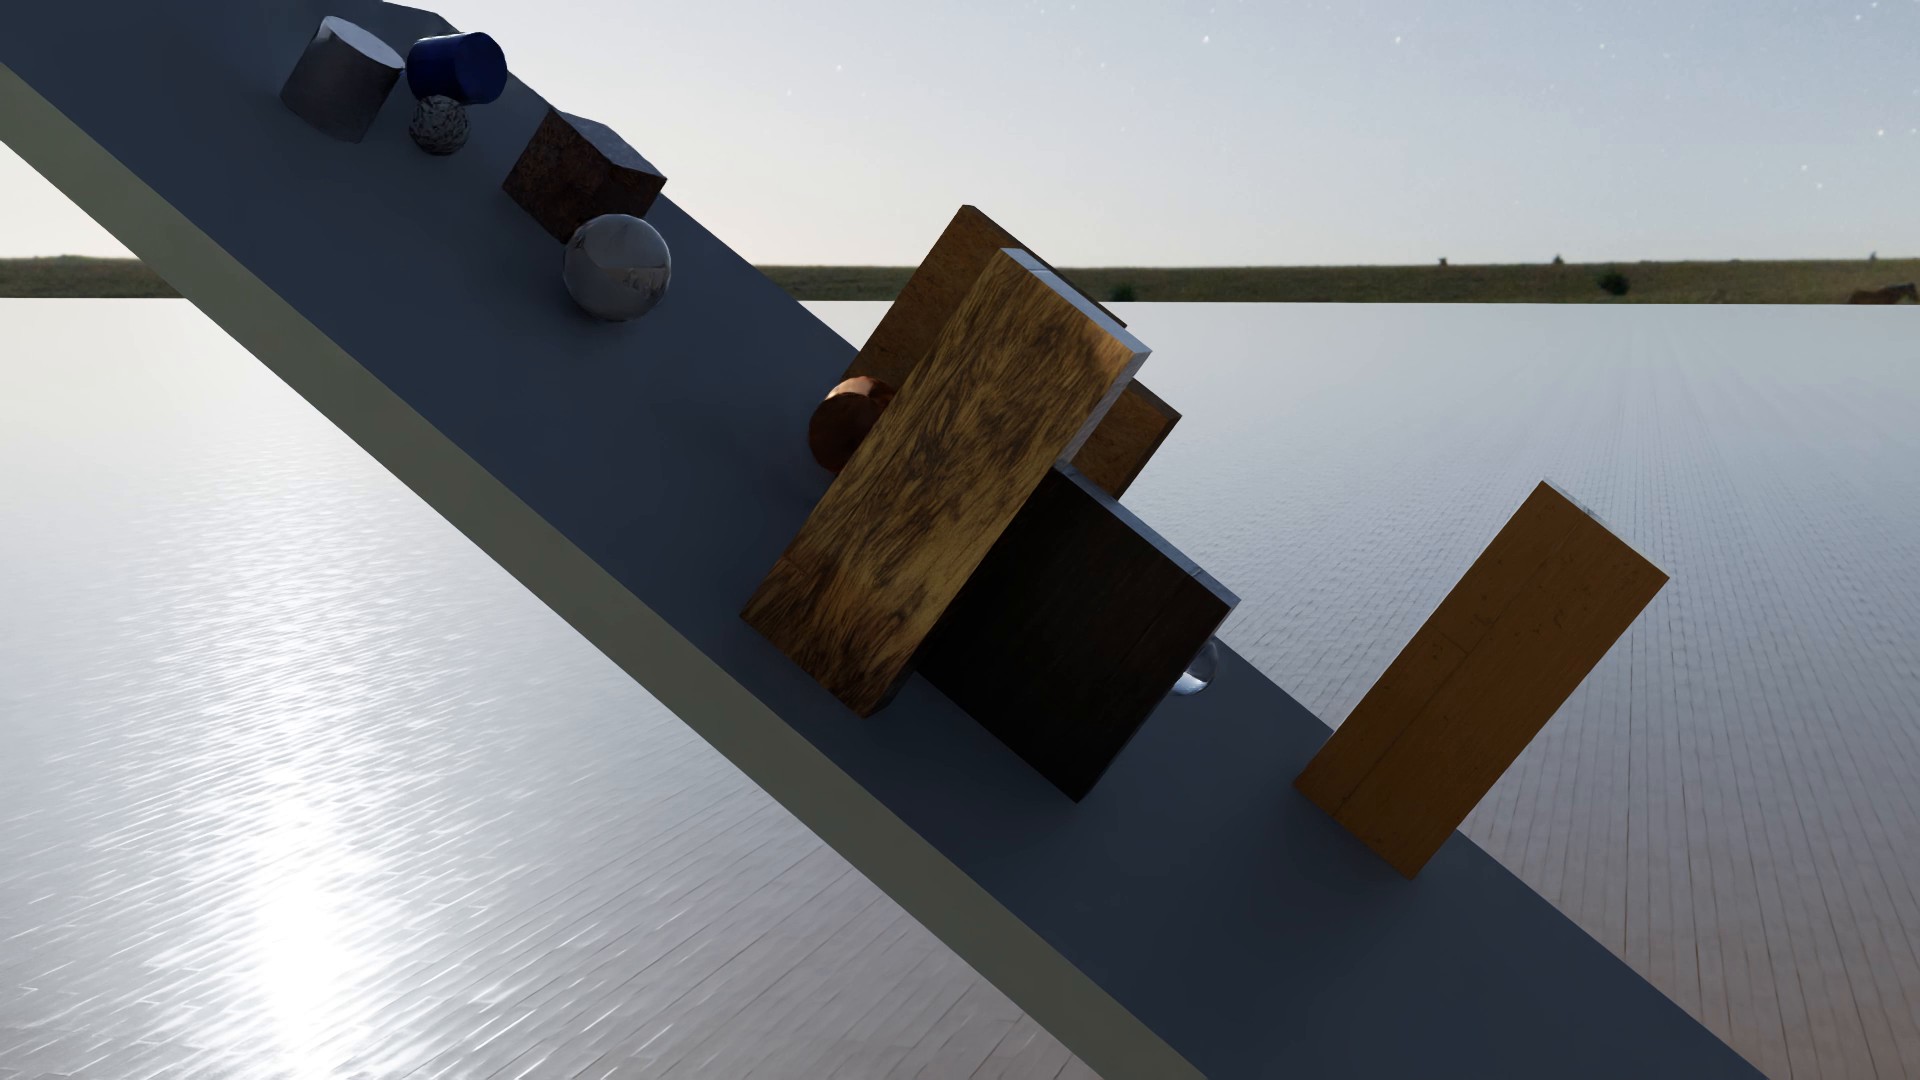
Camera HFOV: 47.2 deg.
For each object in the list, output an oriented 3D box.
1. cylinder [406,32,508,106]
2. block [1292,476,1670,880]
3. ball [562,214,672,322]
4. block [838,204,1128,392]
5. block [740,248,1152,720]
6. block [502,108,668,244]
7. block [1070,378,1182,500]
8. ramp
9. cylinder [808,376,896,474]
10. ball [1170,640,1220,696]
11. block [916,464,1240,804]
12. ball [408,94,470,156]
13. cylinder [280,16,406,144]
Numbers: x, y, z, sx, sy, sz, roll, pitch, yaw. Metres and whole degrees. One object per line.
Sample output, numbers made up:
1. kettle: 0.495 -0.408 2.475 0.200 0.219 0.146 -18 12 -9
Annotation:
1. cylinder: -1.035 -0.965 4.523 0.144 0.144 0.144 3 7 35
2. block: 1.004 0.270 4.267 0.294 0.768 0.114 39 16 9
3. ball: -0.635 -0.504 4.074 0.201 0.201 0.201 0 7 0
4. block: 0.045 -0.397 4.702 0.424 0.473 0.081 39 16 9
5. block: -0.026 -0.080 3.251 0.247 0.682 0.117 39 16 9
6. block: -0.759 -0.722 4.449 0.194 0.194 0.194 42 17 20
7. block: 0.090 -0.149 4.029 0.401 0.501 0.119 39 16 9
8. ramp: -0.057 0.118 4.066 4.000 0.100 2.000 39 16 9
9. cylinder: -0.198 -0.219 4.244 0.165 0.165 0.165 1 15 6
10. ball: 0.445 0.239 4.347 0.134 0.134 0.134 0 7 0
11. block: 0.154 0.126 3.545 0.427 0.410 0.091 39 16 9
12. ball: -1.017 -0.810 4.297 0.118 0.118 0.118 0 7 0
13. cylinder: -1.140 -0.850 4.064 0.166 0.166 0.166 33 16 -11
